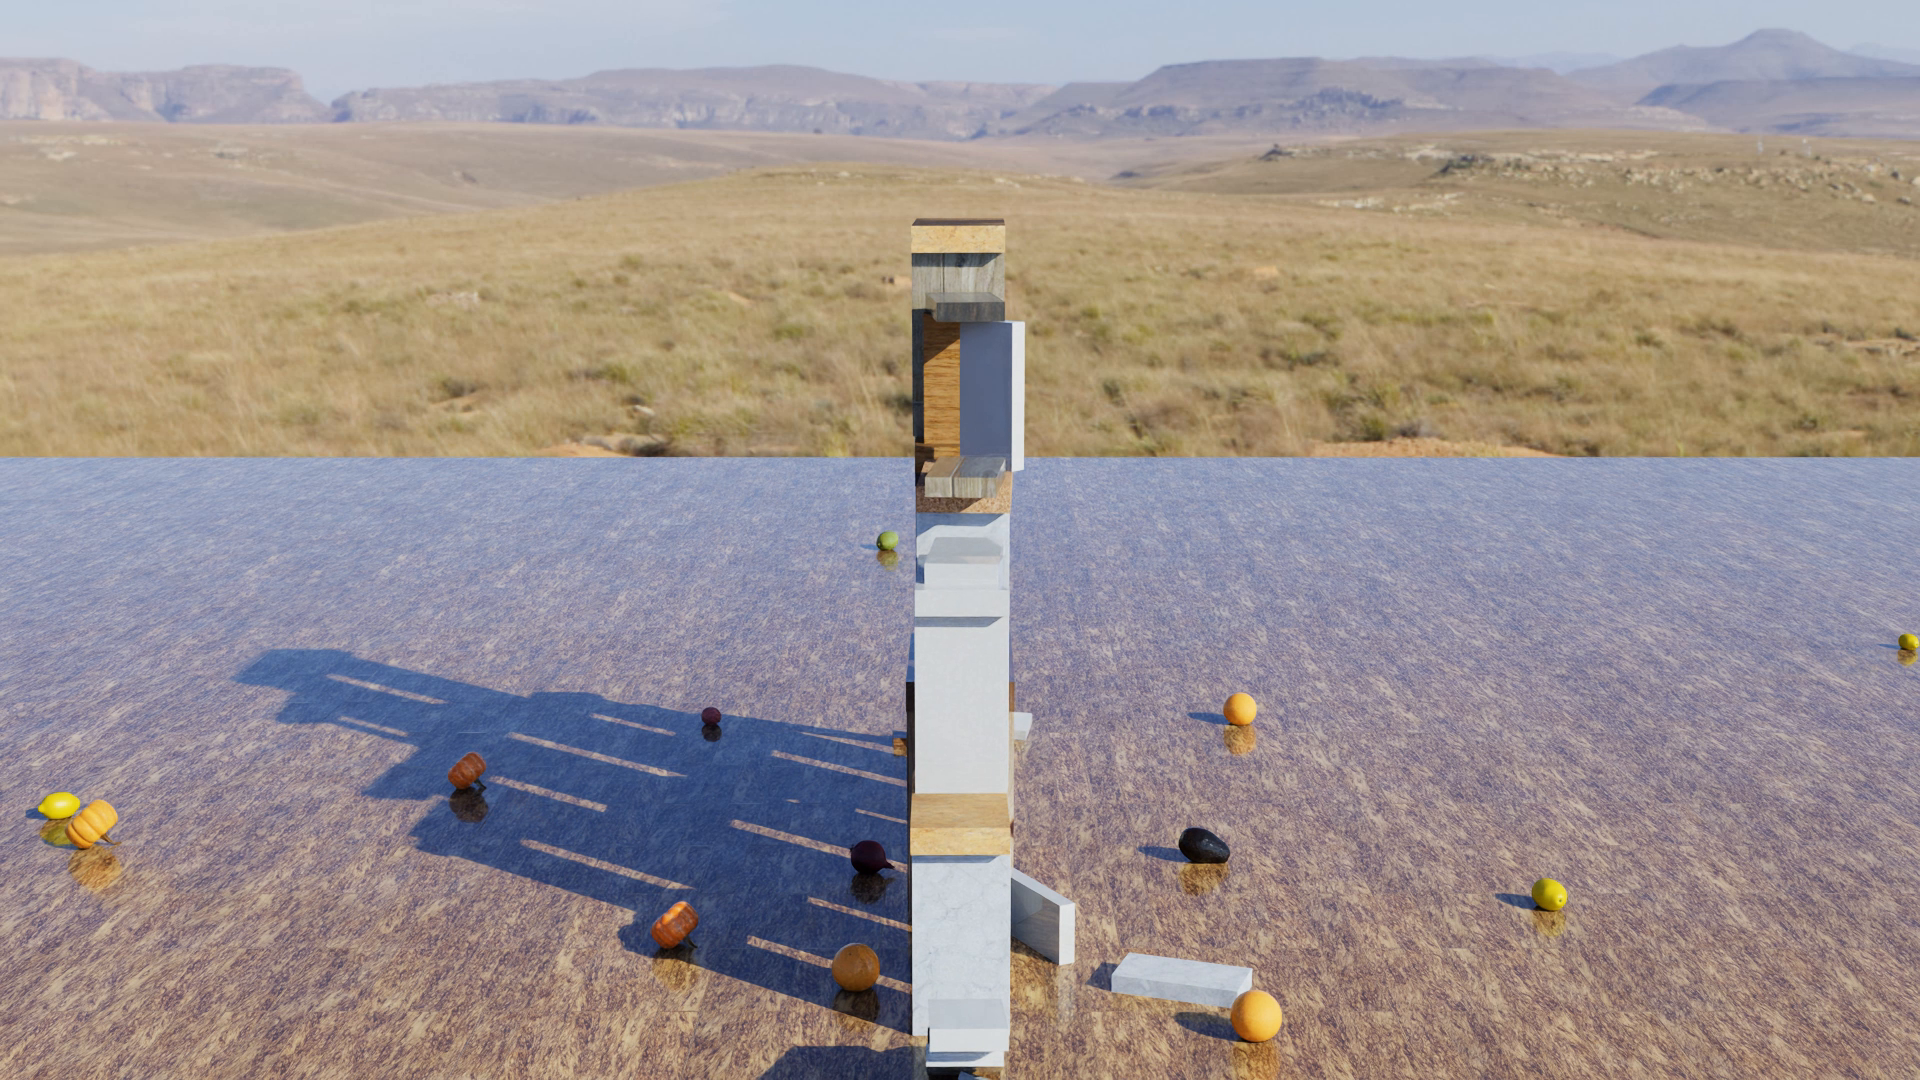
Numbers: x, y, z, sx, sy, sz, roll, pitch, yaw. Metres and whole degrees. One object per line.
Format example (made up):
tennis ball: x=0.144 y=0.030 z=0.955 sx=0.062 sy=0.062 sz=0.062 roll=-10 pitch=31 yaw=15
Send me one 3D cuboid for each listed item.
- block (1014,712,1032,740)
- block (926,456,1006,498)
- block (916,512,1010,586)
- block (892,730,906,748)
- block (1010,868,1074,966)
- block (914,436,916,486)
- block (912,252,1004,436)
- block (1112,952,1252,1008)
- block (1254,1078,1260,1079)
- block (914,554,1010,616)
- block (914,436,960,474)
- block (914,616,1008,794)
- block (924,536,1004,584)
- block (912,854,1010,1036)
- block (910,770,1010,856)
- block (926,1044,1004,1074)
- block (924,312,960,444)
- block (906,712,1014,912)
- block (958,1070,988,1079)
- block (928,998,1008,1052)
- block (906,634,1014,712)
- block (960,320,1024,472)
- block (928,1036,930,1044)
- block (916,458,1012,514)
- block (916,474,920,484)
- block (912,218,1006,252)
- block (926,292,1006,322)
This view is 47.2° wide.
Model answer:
block: x=0.067 y=0.387 z=4.637 sx=0.159 sy=0.023 sz=0.080 roll=4 pitch=24 yaw=11
block: x=0.010 y=-0.096 z=3.337 sx=0.105 sy=0.030 sz=0.210 roll=1 pitch=11 yaw=5
block: x=0.004 y=0.167 z=3.432 sx=0.143 sy=0.442 sz=0.041 roll=0 pitch=11 yaw=0
block: x=-0.071 y=0.412 z=4.576 sx=0.137 sy=0.019 sz=0.068 roll=-1 pitch=11 yaw=-3
block: x=0.118 y=0.586 z=3.433 sx=0.027 sy=0.095 sz=0.190 roll=-6 pitch=12 yaw=-28
block: x=-0.004 y=-0.314 z=3.956 sx=0.156 sy=0.433 sz=0.044 roll=0 pitch=11 yaw=-1
block: x=-0.003 y=-0.334 z=3.739 sx=0.156 sy=0.312 sz=0.044 roll=0 pitch=11 yaw=0
block: x=0.329 y=0.652 z=3.260 sx=0.190 sy=0.027 sz=0.095 roll=4 pitch=11 yaw=20
block: x=0.374 y=0.742 z=2.771 sx=0.106 sy=0.030 sz=0.212 roll=7 pitch=12 yaw=32
block: x=0.003 y=0.065 z=3.223 sx=0.133 sy=0.038 sz=0.266 roll=0 pitch=11 yaw=0
block: x=0.001 y=-0.160 z=3.772 sx=0.152 sy=0.043 sz=0.303 roll=0 pitch=11 yaw=0
block: x=0.002 y=0.231 z=3.163 sx=0.133 sy=0.266 sz=0.038 roll=0 pitch=11 yaw=0
block: x=0.008 y=0.030 z=3.229 sx=0.105 sy=0.030 sz=0.210 roll=1 pitch=11 yaw=4
block: x=0.001 y=0.559 z=3.087 sx=0.137 sy=0.274 sz=0.039 roll=0 pitch=10 yaw=0
block: x=-0.001 y=0.388 z=3.150 sx=0.137 sy=0.039 sz=0.274 roll=0 pitch=11 yaw=0
block: x=0.005 y=0.668 z=2.827 sx=0.097 sy=0.027 sz=0.194 roll=0 pitch=-17 yaw=0
block: x=-0.006 y=-0.270 z=3.654 sx=0.108 sy=0.216 sz=0.031 roll=0 pitch=12 yaw=1
block: x=0.001 y=0.432 z=3.577 sx=0.172 sy=0.345 sz=0.049 roll=0 pitch=11 yaw=0
block: x=0.087 y=0.722 z=2.775 sx=0.093 sy=0.026 sz=0.186 roll=28 pitch=-10 yaw=-40
block: x=0.009 y=0.615 z=2.790 sx=0.097 sy=0.027 sz=0.193 roll=0 pitch=-1 yaw=-1
block: x=0.001 y=0.217 z=3.654 sx=0.172 sy=0.049 sz=0.345 roll=0 pitch=11 yaw=0
block: x=0.051 y=-0.232 z=3.507 sx=0.108 sy=0.236 sz=0.031 roll=9 pitch=14 yaw=39
block: x=0.006 y=0.670 z=2.929 sx=0.097 sy=0.027 sz=0.194 roll=0 pitch=-17 yaw=0
block: x=0.010 y=-0.087 z=3.480 sx=0.143 sy=0.041 sz=0.286 roll=0 pitch=11 yaw=2
block: x=0.002 y=0.029 z=3.705 sx=0.152 sy=0.303 sz=0.043 roll=0 pitch=11 yaw=0
block: x=-0.001 y=-0.529 z=3.808 sx=0.156 sy=0.044 sz=0.312 roll=0 pitch=11 yaw=1
block: x=0.007 y=-0.378 z=3.564 sx=0.108 sy=0.031 sz=0.216 roll=-1 pitch=11 yaw=-5
